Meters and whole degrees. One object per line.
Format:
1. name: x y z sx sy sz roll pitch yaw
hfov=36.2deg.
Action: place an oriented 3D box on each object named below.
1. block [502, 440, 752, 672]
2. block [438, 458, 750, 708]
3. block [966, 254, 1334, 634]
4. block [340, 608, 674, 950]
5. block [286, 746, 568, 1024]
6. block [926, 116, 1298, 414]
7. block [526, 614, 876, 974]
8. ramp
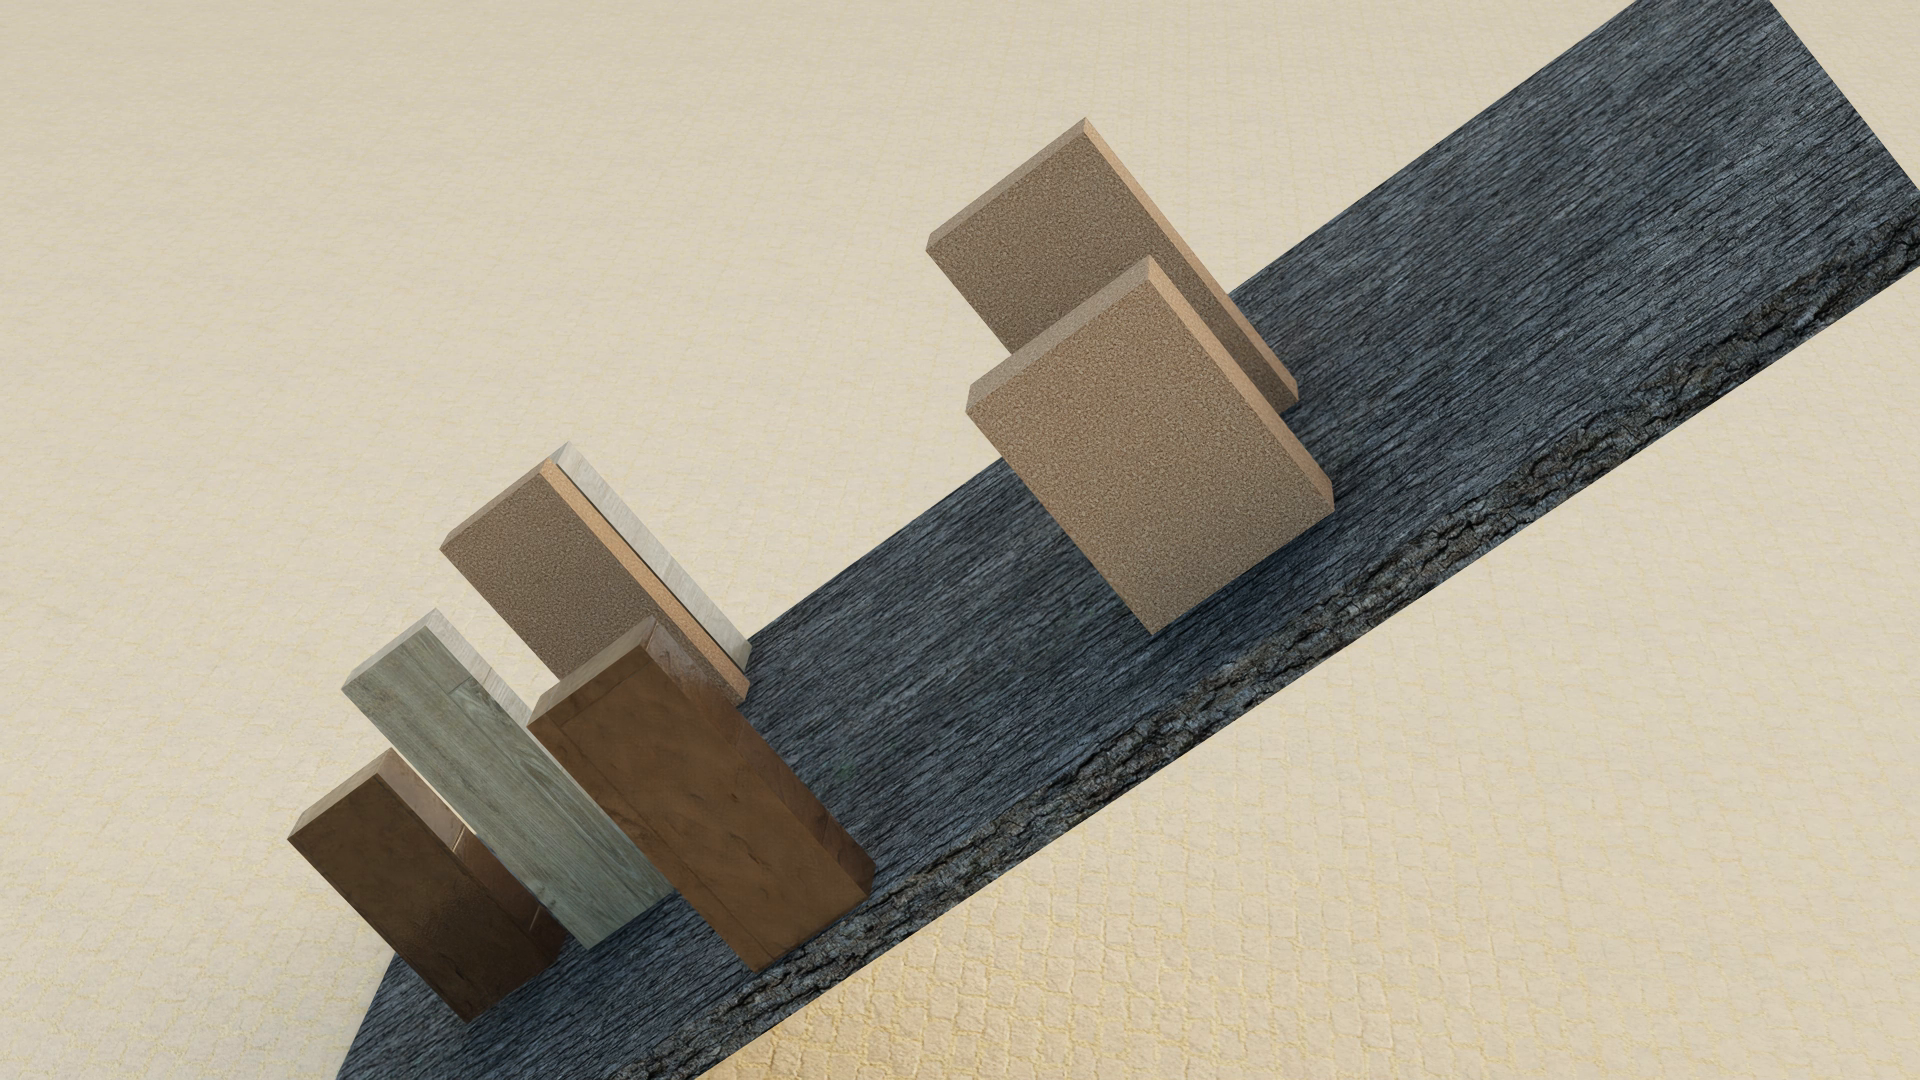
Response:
1. block: -0.869 0.127 7.311 0.310 0.700 0.149 -35 16 17
2. block: -0.875 0.185 7.083 0.326 0.744 0.099 -35 16 17
3. block: 0.358 -0.174 5.516 0.426 0.570 0.145 -35 16 17
4. block: -0.955 0.516 6.284 0.248 0.787 0.090 -35 16 17
5. block: -1.172 0.765 6.490 0.275 0.583 0.121 -35 16 17
6. block: 0.319 -0.462 6.104 0.411 0.725 0.114 -35 16 17
7. block: -0.479 0.481 5.511 0.281 0.657 0.129 -35 16 17
8. ramp: 0.123 0.183 6.335 4.000 0.100 2.000 -35 16 17
